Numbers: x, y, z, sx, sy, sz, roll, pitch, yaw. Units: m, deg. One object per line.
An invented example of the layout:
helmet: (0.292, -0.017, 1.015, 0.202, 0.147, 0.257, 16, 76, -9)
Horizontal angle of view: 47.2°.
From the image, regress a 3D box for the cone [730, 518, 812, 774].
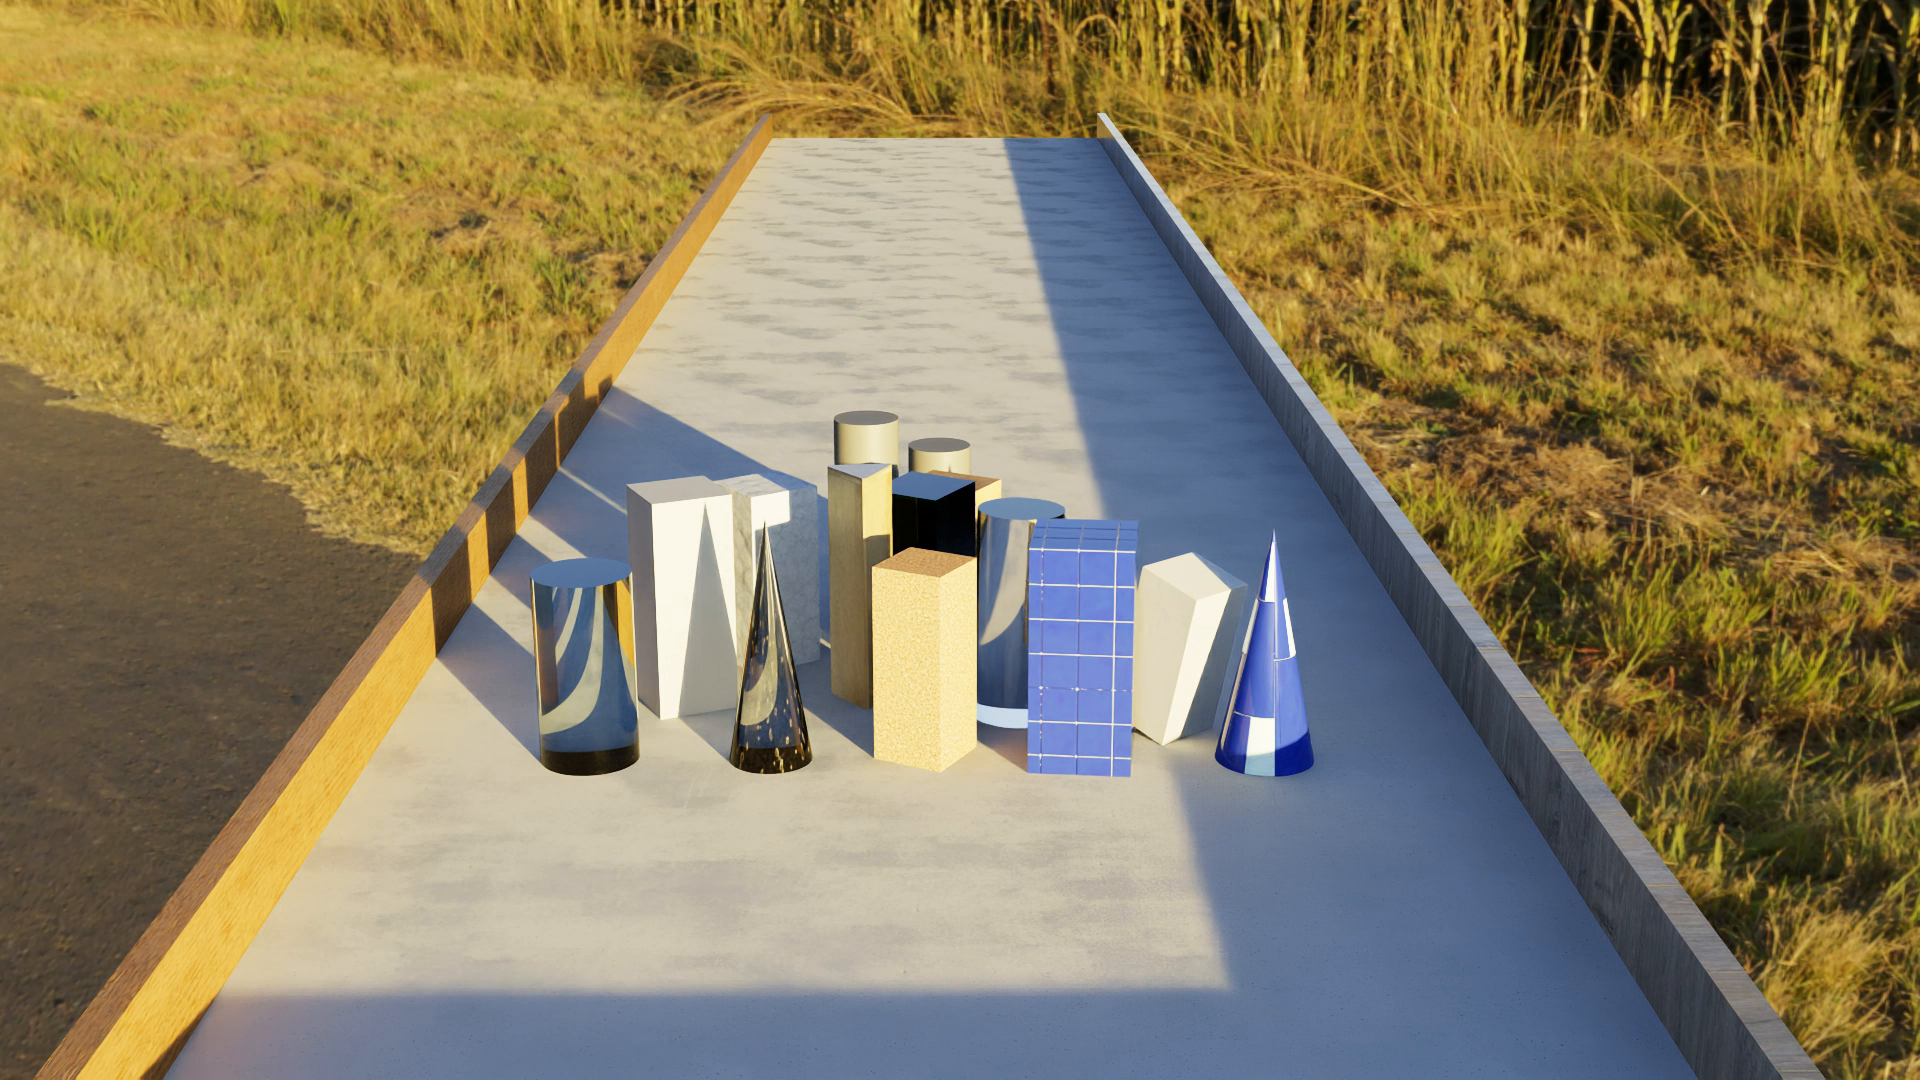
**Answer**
cone: (-0.336, 0.175, 3.856, 0.148, 0.447, 0.148, 0, 17, 0)

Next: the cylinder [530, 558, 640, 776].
cylinder: (-0.659, 0.222, 3.875, 0.175, 0.345, 0.175, 0, 17, 0)

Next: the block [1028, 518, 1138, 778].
block: (0.217, 0.187, 3.870, 0.180, 0.414, 0.180, 2, 17, 6)

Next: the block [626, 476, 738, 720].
block: (-0.522, 0.106, 4.138, 0.153, 0.417, 0.153, -8, 18, -25)

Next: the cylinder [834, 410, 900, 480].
cylinder: (-0.196, -0.050, 4.647, 0.136, 0.427, 0.136, 0, 17, 0)

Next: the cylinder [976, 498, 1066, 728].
cylinder: (0.107, 0.134, 4.073, 0.161, 0.397, 0.161, 2, 16, 0)

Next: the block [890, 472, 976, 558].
block: (-0.069, 0.068, 4.348, 0.149, 0.367, 0.149, 10, 21, 30)

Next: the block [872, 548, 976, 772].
block: (-0.062, 0.210, 3.893, 0.134, 0.358, 0.134, 9, 19, 27)

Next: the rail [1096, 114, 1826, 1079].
rail: (0.932, -0.844, 7.801, 0.050, 0.150, 12.000, 0, 17, -1)

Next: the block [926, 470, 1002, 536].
block: (-0.025, 0.042, 4.509, 0.160, 0.328, 0.160, 9, 19, 28)

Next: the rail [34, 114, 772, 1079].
rail: (-1.118, -0.838, 7.780, 0.050, 0.150, 12.000, 0, 17, -1)

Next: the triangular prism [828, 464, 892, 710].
triangular prism: (-0.170, 0.082, 4.161, 0.102, 0.451, 0.118, -12, 21, -36)

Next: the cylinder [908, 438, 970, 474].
cylinder: (-0.046, -0.064, 4.905, 0.138, 0.306, 0.138, 0, 17, 0)

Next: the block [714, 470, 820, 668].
block: (-0.385, 0.062, 4.384, 0.150, 0.362, 0.150, -12, 20, -34)

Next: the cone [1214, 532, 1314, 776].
cone: (0.543, 0.184, 3.861, 0.177, 0.425, 0.177, 0, 17, 0)

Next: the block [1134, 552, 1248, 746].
block: (0.396, 0.197, 3.993, 0.135, 0.303, 0.135, -14, 36, -40)
